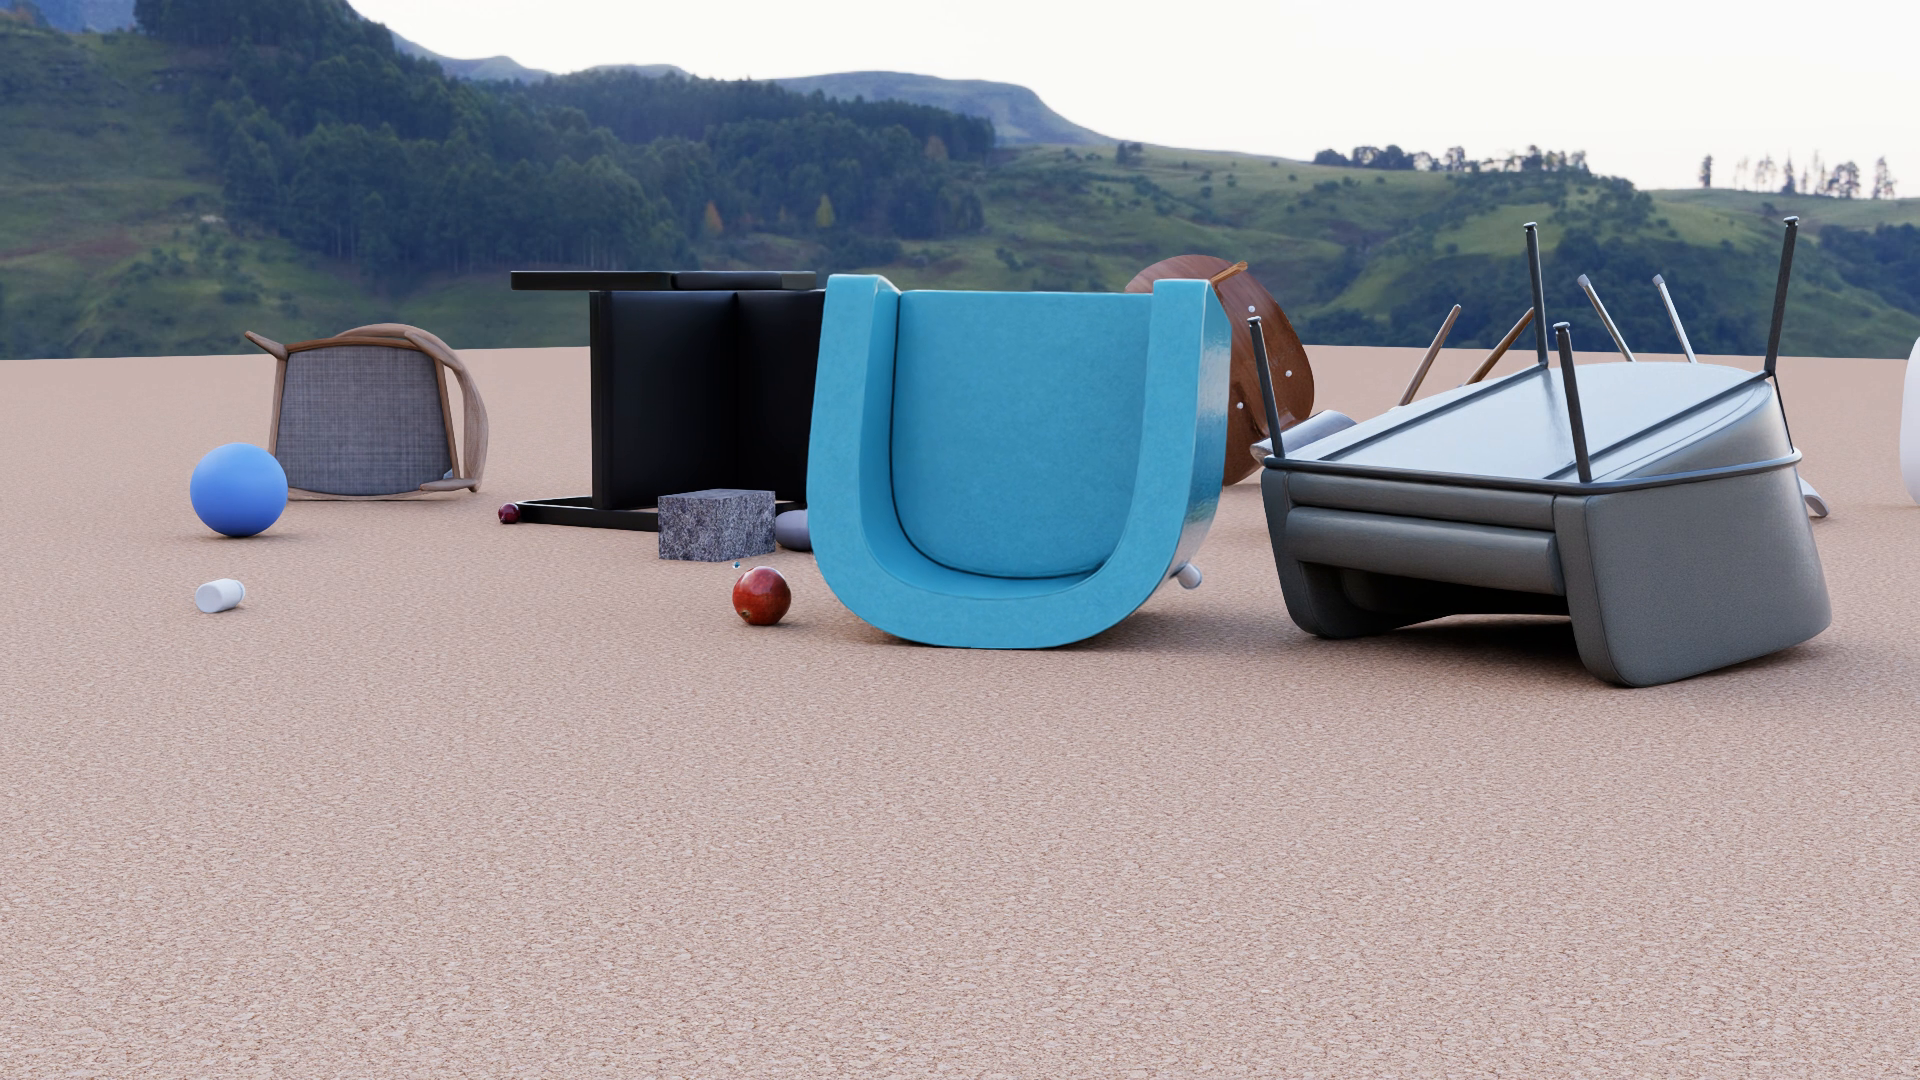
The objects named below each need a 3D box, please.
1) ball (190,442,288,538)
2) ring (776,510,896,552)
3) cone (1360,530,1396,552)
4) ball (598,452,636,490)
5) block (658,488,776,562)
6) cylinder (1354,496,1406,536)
[{"bbox_3d":[-1.818,-0.126,6.471,0.239,0.239,0.239,0,6,0],"label":"ball"},{"bbox_3d":[-0.307,-0.022,6.218,0.272,0.085,0.352,-4,8,-41],"label":"ring"},{"bbox_3d":[1.008,0.000,6.185,0.077,0.047,0.122,-2,6,-17],"label":"cone"},{"bbox_3d":[-1.052,-0.210,7.874,0.118,0.118,0.118,0,6,0],"label":"ball"},{"bbox_3d":[-0.572,-0.036,6.051,0.162,0.146,0.255,3,7,27],"label":"block"},{"bbox_3d":[1.062,-0.059,6.484,0.108,0.103,0.187,0,2,2],"label":"cylinder"}]
